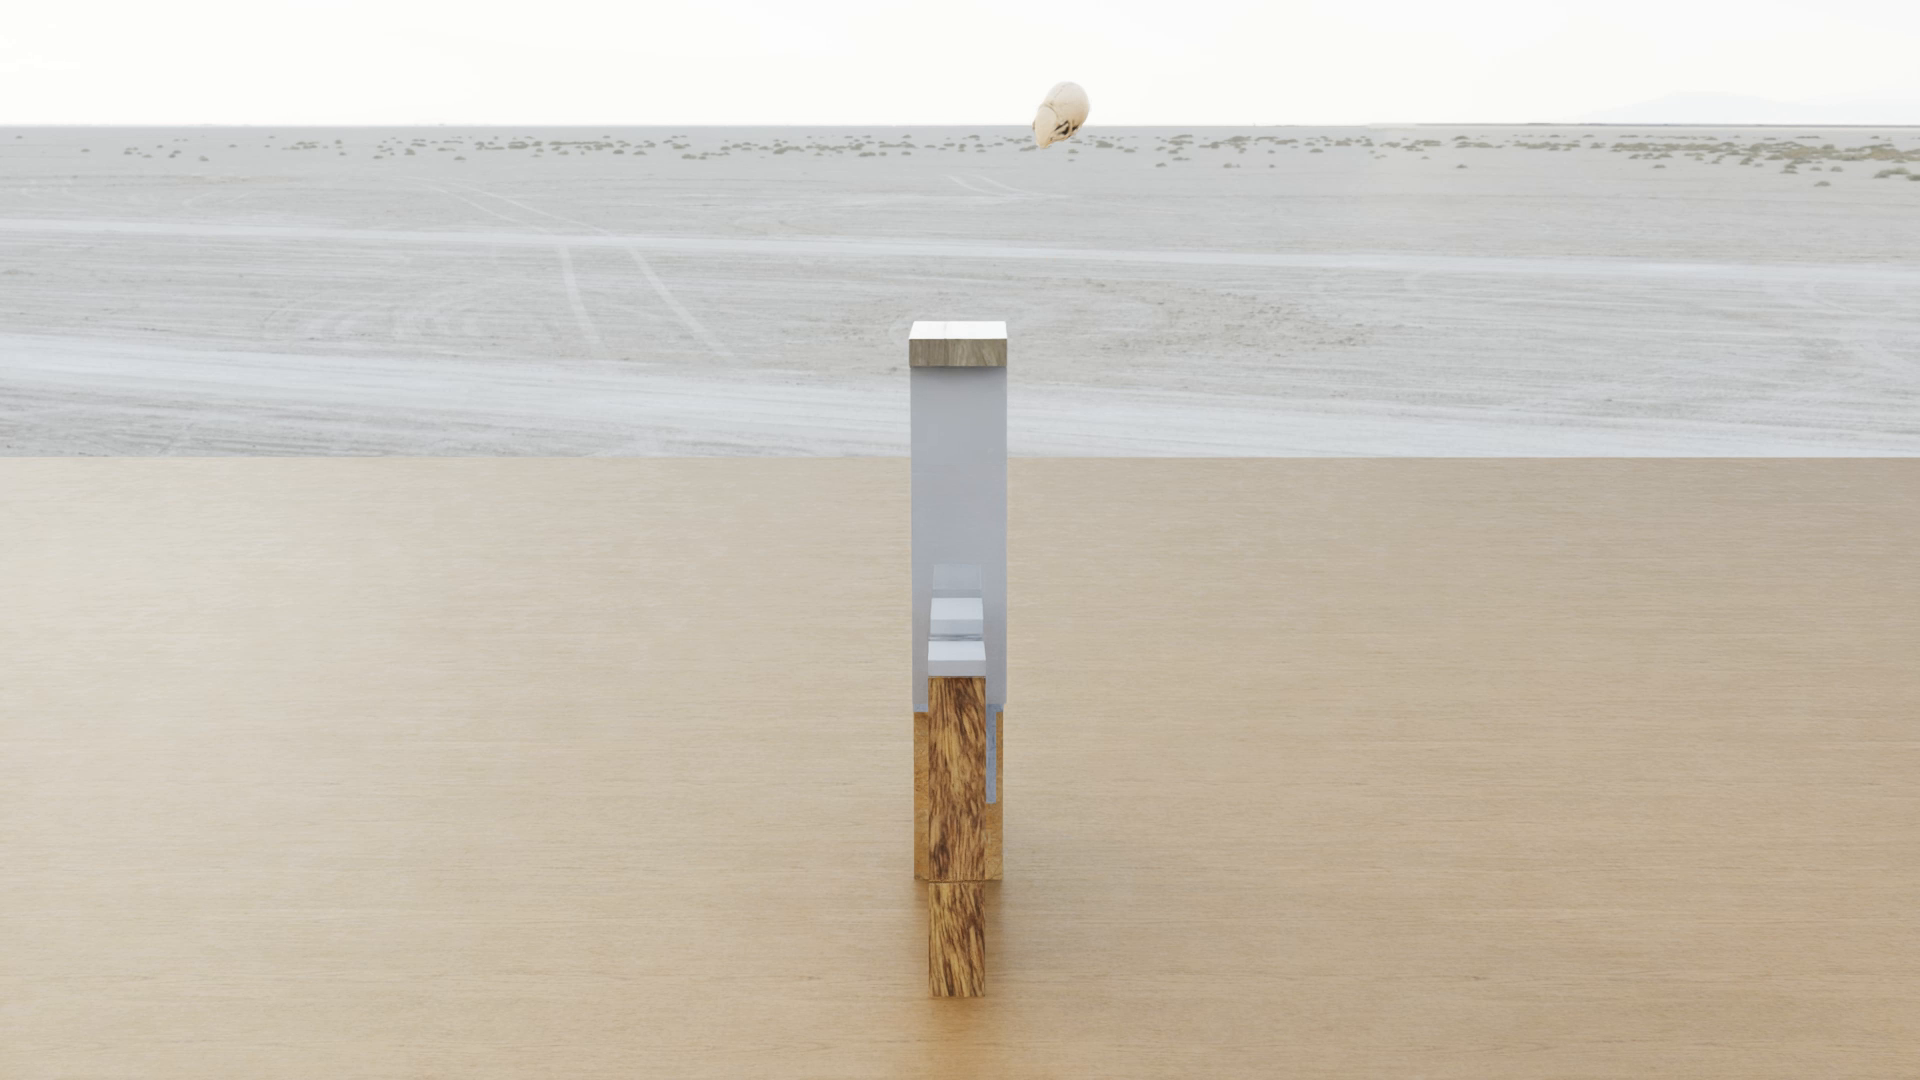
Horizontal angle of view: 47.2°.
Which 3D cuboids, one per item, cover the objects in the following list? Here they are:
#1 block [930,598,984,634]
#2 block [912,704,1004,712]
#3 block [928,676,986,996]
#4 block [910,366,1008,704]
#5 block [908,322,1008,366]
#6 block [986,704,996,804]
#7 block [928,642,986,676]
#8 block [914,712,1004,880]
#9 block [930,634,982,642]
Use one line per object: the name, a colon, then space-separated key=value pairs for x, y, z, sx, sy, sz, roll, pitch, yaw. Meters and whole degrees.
block: x=-0.005 y=0.116 z=3.366 sx=0.079 sy=0.022 sz=0.158 roll=0 pitch=10 yaw=0
block: x=-0.003 y=0.237 z=3.800 sx=0.151 sy=0.043 sz=0.301 roll=0 pitch=11 yaw=0
block: x=-0.004 y=0.430 z=3.200 sx=0.082 sy=0.485 sz=0.023 roll=0 pitch=11 yaw=0
block: x=-0.001 y=-0.009 z=3.480 sx=0.151 sy=0.543 sz=0.043 roll=0 pitch=10 yaw=0
block: x=-0.002 y=-0.316 z=3.526 sx=0.151 sy=0.043 sz=0.301 roll=0 pitch=11 yaw=1
block: x=0.005 y=0.234 z=3.588 sx=0.109 sy=0.396 sz=0.031 roll=0 pitch=10 yaw=0
block: x=-0.005 y=0.173 z=3.208 sx=0.082 sy=0.023 sz=0.164 roll=0 pitch=6 yaw=-1
block: x=-0.003 y=0.425 z=3.733 sx=0.151 sy=0.301 sz=0.043 roll=0 pitch=11 yaw=0
block: x=-0.006 y=0.229 z=3.330 sx=0.079 sy=0.188 sz=0.022 roll=0 pitch=9 yaw=0
